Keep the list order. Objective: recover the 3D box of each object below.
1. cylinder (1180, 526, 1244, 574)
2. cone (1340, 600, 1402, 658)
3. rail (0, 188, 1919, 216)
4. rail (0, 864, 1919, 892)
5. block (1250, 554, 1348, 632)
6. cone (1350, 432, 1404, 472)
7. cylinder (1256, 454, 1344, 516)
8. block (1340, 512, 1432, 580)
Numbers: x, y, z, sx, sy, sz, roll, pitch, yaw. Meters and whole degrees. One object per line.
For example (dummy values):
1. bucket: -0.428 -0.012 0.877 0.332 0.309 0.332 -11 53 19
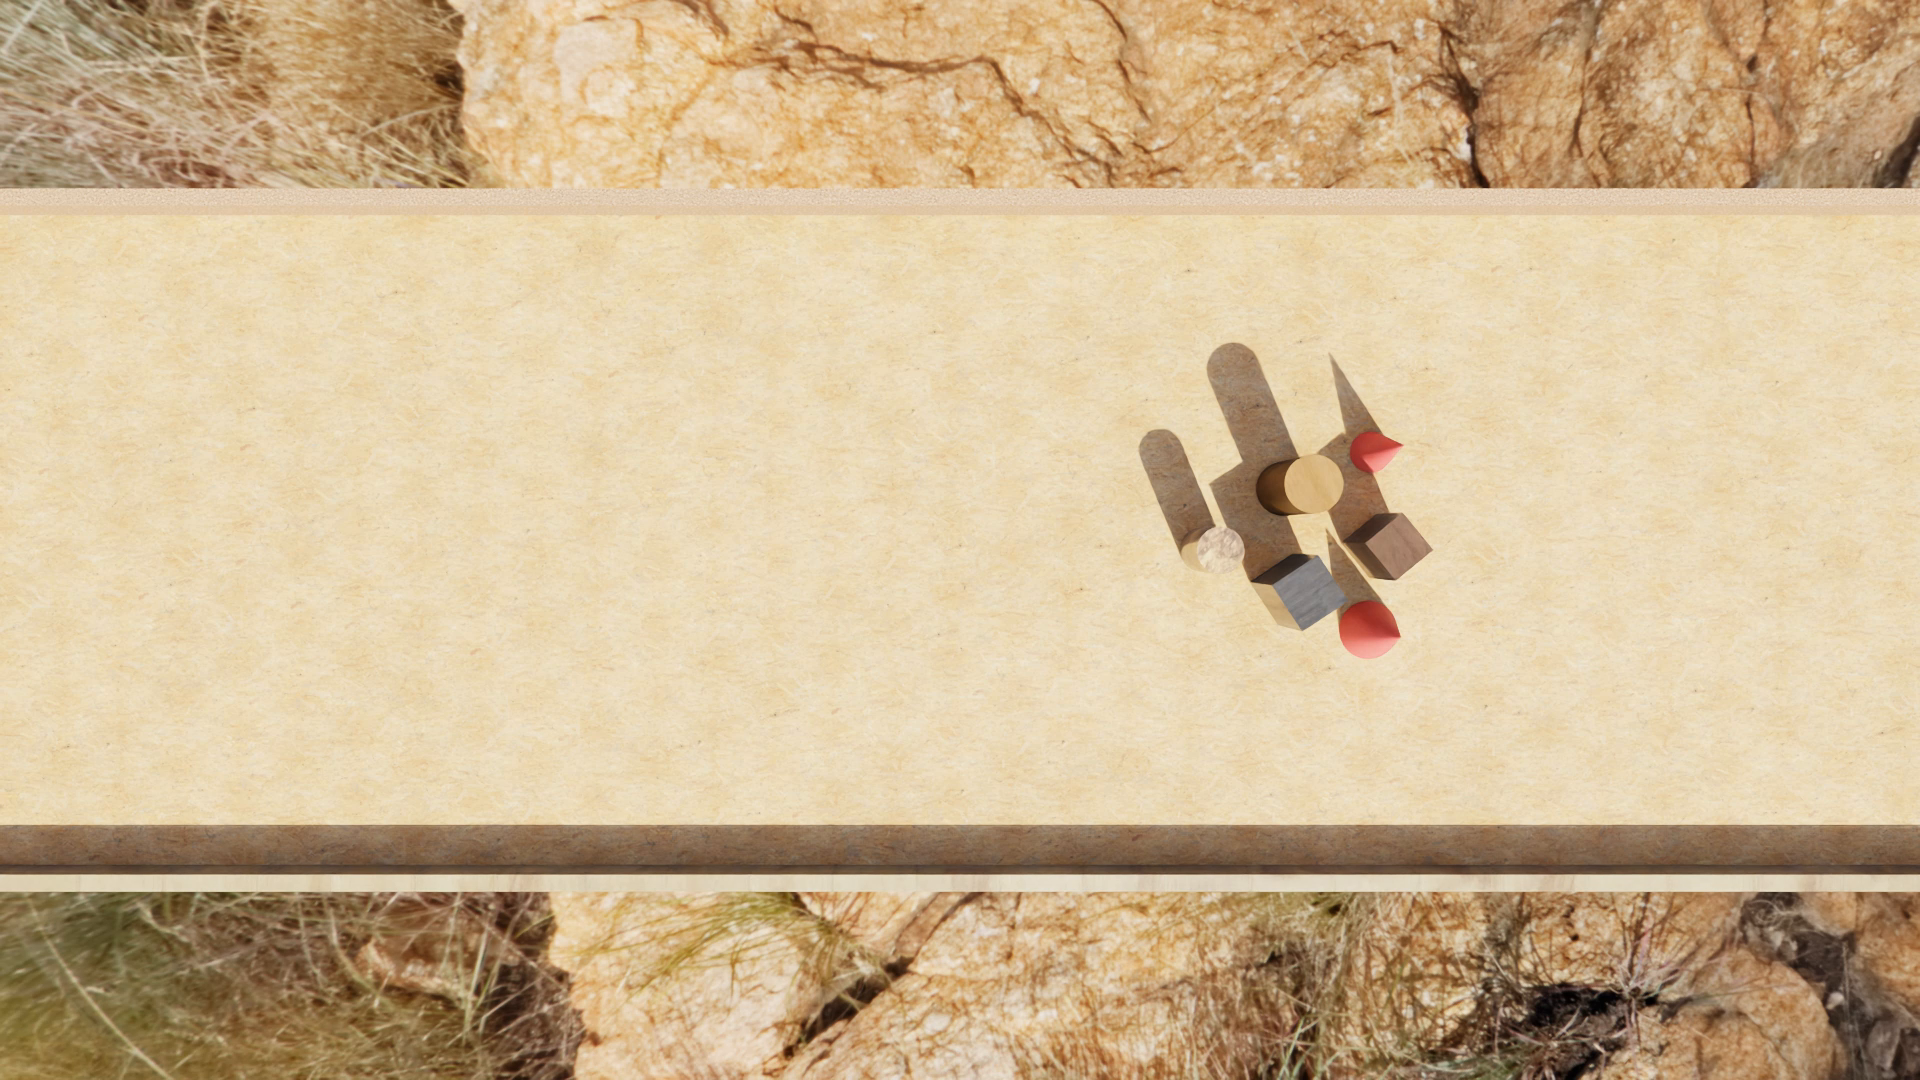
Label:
1. cylinder: 0.745 0.030 4.893 0.136 0.367 0.136 0 90 0
2. cone: 1.257 0.277 4.886 0.180 0.381 0.180 0 90 0
3. rail: -2.247 -1.025 5.002 12.000 0.150 0.050 0 90 0
4. rail: -2.247 1.025 5.001 12.000 0.150 0.050 0 90 0
5. block: 1.001 0.152 4.895 0.159 0.363 0.159 -33 90 0
6. cone: 1.264 -0.270 4.884 0.128 0.384 0.128 0 90 0
7. cylinder: 0.994 -0.157 4.855 0.166 0.442 0.166 0 90 0
8. block: 1.271 0.019 4.924 0.141 0.305 0.141 -39 90 0
